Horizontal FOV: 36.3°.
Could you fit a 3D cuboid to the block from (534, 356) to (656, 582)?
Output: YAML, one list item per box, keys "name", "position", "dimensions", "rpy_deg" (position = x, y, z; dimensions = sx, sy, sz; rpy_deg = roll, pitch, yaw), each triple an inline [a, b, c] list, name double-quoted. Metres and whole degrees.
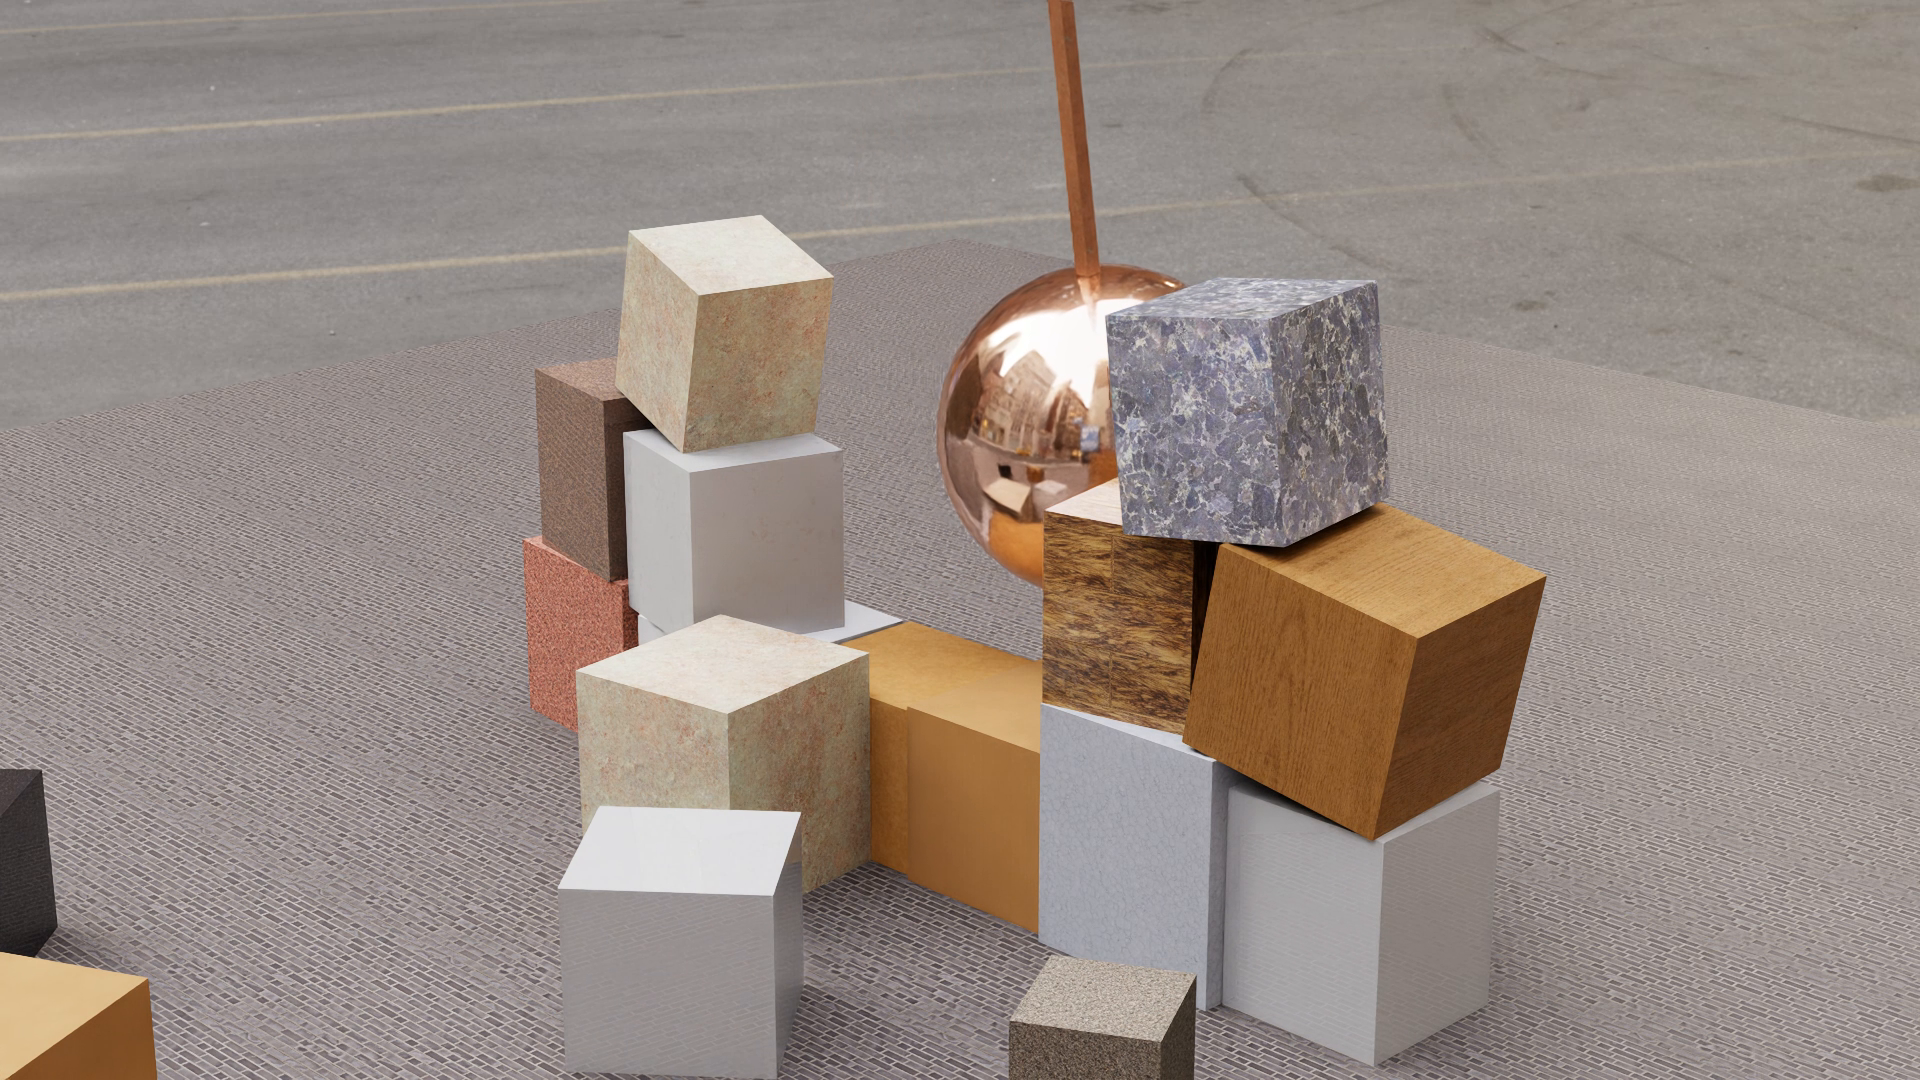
- name: "block"
  position: [-1.580, -0.403, 14.958]
  dimensions: [0.885, 0.931, 0.771]
  rpy_deg: [-11, 21, -32]

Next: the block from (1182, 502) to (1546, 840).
- name: "block"
  position: [1.624, 0.481, 11.817]
  dimensions: [0.941, 0.893, 0.954]
  rpy_deg: [26, 30, 34]

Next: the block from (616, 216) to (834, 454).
- name: "block"
  position: [-1.147, -1.003, 14.165]
  dimensions: [0.724, 0.836, 0.722]
  rpy_deg: [-11, 35, -31]

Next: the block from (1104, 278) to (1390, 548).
- name: "block"
  position: [1.173, -0.536, 11.860]
  dimensions: [0.760, 0.900, 0.843]
  rpy_deg: [5, 17, 37]

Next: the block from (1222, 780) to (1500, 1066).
- name: "block"
  position: [1.644, 1.471, 12.055]
  dimensions: [0.777, 0.965, 0.786]
  rpy_deg: [-17, 24, -42]

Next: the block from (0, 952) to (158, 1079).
- name: "block"
  position: [-3.508, 2.042, 10.524]
  dimensions: [0.890, 0.793, 0.846]
  rpy_deg: [6, 18, 19]

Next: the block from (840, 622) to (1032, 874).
- name: "block"
  position: [-0.229, 0.971, 13.910]
  dimensions: [0.901, 0.806, 0.877]
  rpy_deg: [16, 24, 42]

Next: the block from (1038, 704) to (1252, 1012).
- name: "block"
  position: [1.044, 1.212, 12.641]
  dimensions: [0.949, 1.108, 1.037]
  rpy_deg: [17, 24, 42]

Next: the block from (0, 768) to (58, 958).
- name: "block"
  position: [-4.373, 1.459, 12.459]
  dimensions: [0.771, 0.746, 0.758]
  rpy_deg: [1, 17, 2]

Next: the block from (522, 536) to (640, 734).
- name: "block"
  position: [-1.629, 0.476, 15.273]
  dimensions: [0.879, 0.934, 0.968]
  rpy_deg: [-13, 22, -36]

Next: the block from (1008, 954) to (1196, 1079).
- name: "block"
  position: [0.541, 1.987, 11.052]
  dimensions: [0.573, 0.583, 0.585]
  rpy_deg: [5, 18, 16]

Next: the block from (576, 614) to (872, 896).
- name: "block"
  position: [-1.064, 1.034, 13.350]
  dimensions: [0.900, 1.021, 0.972]
  rpy_deg: [13, 21, 35]

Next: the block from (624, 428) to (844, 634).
- name: "block"
  position: [-1.101, -0.051, 14.274]
  dimensions: [0.797, 0.893, 0.798]
  rpy_deg: [-9, 20, -27]

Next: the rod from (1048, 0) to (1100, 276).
- name: "rod"
  position: [0.297, -3.595, 12.523]
  dimensions: [0.080, 5.200, 0.080]
  rpy_deg: [17, 33, 42]

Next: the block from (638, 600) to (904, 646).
- name: "block"
  position: [-0.931, 0.774, 14.510]
  dimensions: [0.901, 0.822, 0.951]
  rpy_deg: [-16, 23, -41]

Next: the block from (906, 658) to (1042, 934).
- name: "block"
  position: [0.404, 1.139, 13.306]
  dimensions: [0.865, 0.848, 0.953]
  rpy_deg: [17, 24, 42]

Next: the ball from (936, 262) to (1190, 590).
- name: "ball"
  position: [0.684, -0.510, 13.899]
  dimensions: [1.600, 1.600, 1.600]
  rpy_deg: [0, 17, 0]

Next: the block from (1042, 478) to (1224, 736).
- name: "block"
  position: [0.863, 0.247, 12.436]
  dimensions: [0.716, 0.855, 0.779]
  rpy_deg: [11, 21, 32]

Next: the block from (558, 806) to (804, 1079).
- name: "block"
  position: [-1.111, 1.617, 11.880]
  dimensions: [0.845, 0.791, 0.833]
  rpy_deg: [1, 17, 4]
